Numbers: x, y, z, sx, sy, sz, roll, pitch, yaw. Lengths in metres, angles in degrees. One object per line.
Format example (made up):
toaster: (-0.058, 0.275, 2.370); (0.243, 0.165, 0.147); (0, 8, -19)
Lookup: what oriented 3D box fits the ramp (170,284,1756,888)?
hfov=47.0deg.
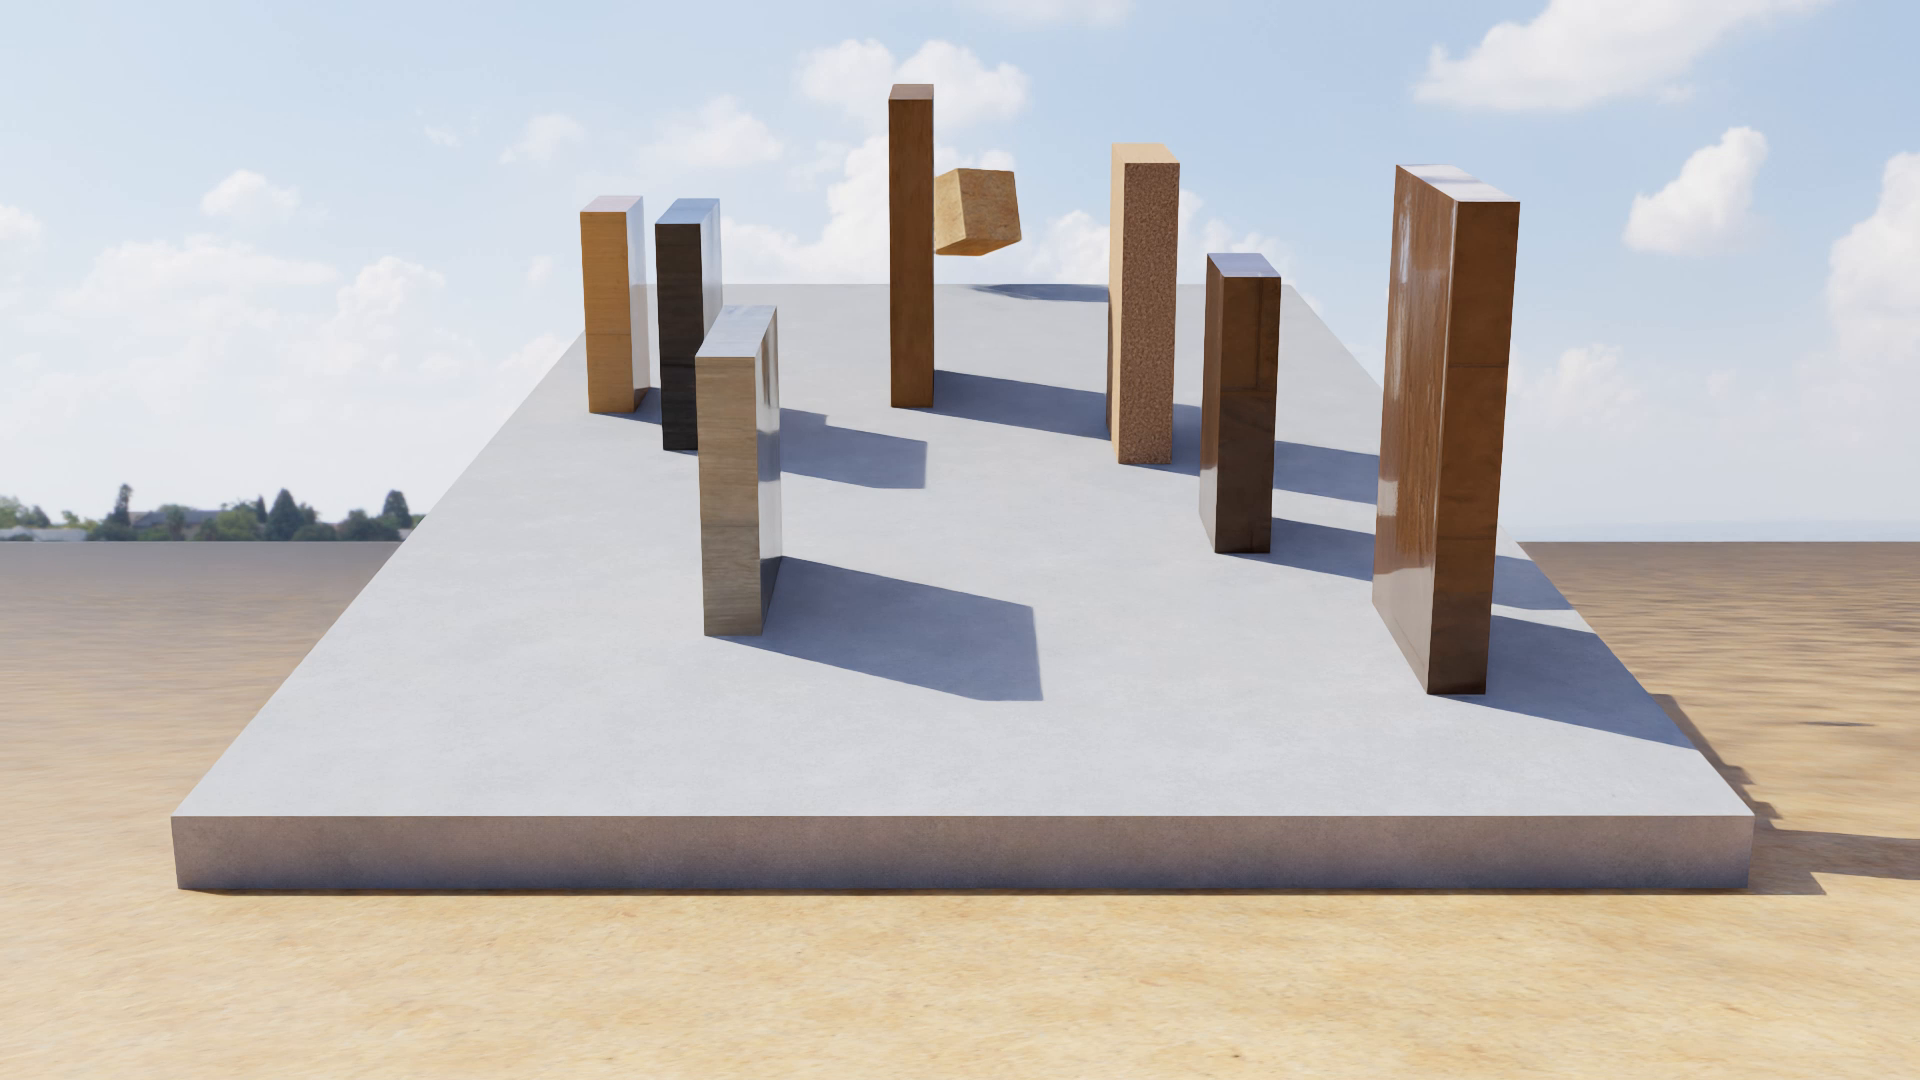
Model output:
ramp: (-0.002, -0.162, 4.723); (2.000, 0.100, 4.000); (0, 16, 0)

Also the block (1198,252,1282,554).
block: (0.499, -0.249, 3.965); (0.098, 0.492, 0.264); (0, 16, 0)

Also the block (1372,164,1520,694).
block: (0.721, -0.180, 3.327); (0.085, 0.715, 0.441); (0, 16, 0)

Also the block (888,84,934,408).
block: (-0.110, -0.692, 5.130); (0.096, 0.689, 0.423); (0, 16, 0)

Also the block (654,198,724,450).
block: (-0.576, -0.471, 4.752); (0.093, 0.475, 0.393); (0, 16, 0)

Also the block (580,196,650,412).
block: (-0.783, -0.541, 5.037); (0.102, 0.451, 0.278); (0, 16, 0)

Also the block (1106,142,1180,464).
block: (0.378, -0.501, 4.616); (0.109, 0.611, 0.372); (0, 16, 0)

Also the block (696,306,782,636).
block: (-0.357, -0.125, 3.618); (0.090, 0.445, 0.442); (0, 16, 0)

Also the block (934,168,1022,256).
block: (0.027, -0.976, 6.591); (0.210, 0.210, 0.210); (-4, -5, -37)
